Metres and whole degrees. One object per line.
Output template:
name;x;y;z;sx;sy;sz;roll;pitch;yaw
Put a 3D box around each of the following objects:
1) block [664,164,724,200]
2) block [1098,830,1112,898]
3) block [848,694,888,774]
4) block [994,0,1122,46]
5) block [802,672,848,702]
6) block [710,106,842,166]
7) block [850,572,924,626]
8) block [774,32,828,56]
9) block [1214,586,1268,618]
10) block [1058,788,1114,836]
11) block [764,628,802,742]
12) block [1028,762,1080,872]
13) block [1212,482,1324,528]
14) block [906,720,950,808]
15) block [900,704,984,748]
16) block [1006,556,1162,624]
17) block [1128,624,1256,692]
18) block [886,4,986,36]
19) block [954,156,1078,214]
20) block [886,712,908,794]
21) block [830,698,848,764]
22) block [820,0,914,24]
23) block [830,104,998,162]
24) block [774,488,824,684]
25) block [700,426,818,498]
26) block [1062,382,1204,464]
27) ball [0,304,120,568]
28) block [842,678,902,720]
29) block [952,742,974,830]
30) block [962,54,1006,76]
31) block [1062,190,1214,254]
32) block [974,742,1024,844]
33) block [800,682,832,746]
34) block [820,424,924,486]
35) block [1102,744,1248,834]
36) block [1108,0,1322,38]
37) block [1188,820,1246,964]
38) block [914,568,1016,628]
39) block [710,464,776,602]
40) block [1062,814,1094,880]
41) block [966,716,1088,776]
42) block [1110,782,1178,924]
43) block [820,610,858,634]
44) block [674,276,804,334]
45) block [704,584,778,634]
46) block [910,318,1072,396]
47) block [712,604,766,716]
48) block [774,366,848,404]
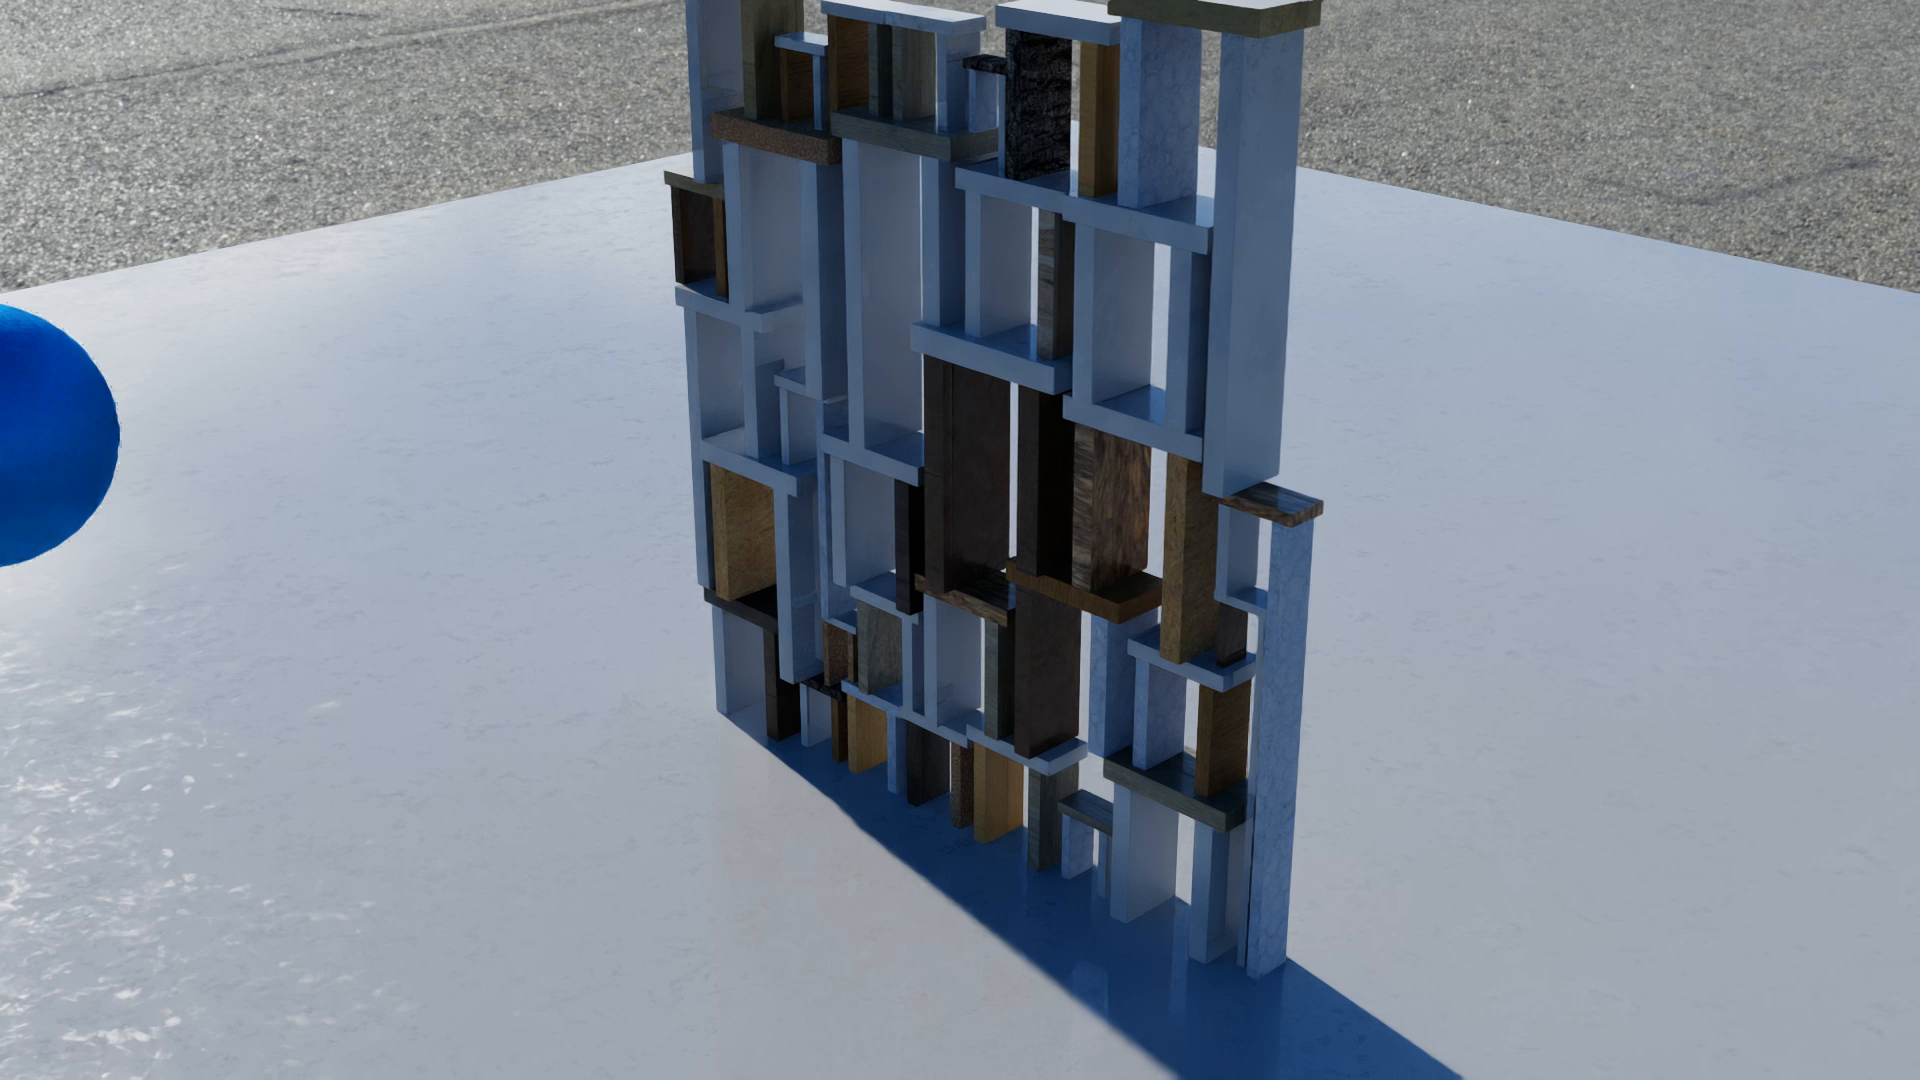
block;-0.497;-0.728;4.462;0.203;0.029;0.102;21;31;40
block;0.292;0.602;4.164;0.020;0.140;0.070;21;31;41
block;-0.193;0.392;4.607;0.025;0.180;0.090;21;31;41
block;0.193;-0.862;3.644;0.253;0.036;0.126;21;31;40
block;-0.272;0.299;4.650;0.148;0.021;0.074;21;31;41
block;-0.305;-0.784;4.223;0.338;0.048;0.169;21;31;41
block;-0.116;0.114;4.397;0.197;0.028;0.099;21;31;41
block;-0.275;-0.931;4.124;0.140;0.020;0.070;21;31;41
block;0.497;0.101;3.728;0.061;0.017;0.121;-21;31;-40
block;0.259;0.516;4.163;0.140;0.020;0.070;21;31;41
block;-0.359;0.293;4.741;0.037;0.258;0.129;21;31;41
block;0.180;0.522;4.250;0.109;0.219;0.031;-21;31;-40
block;0.508;-0.065;3.640;0.084;0.024;0.167;-21;31;-40
block;-0.064;0.440;4.481;0.027;0.190;0.095;21;31;41
block;-0.019;0.358;4.397;0.095;0.027;0.190;-21;31;-41
block;0.231;0.074;3.999;0.139;0.039;0.277;-21;31;-40
block;0.411;0.203;3.862;0.216;0.031;0.108;21;31;41
block;-0.043;-0.916;3.875;0.168;0.024;0.084;21;31;40
block;0.131;-0.618;3.815;0.264;0.037;0.132;21;31;40
block;-0.108;0.425;4.529;0.025;0.180;0.090;21;31;41
block;-0.237;0.390;4.651;0.021;0.149;0.074;21;31;41
block;-0.166;-0.962;3.987;0.084;0.024;0.167;-21;31;-40
block;-0.073;-0.744;3.988;0.309;0.044;0.154;21;31;40
block;-0.310;0.078;4.591;0.153;0.431;0.043;-21;31;-41
block;-0.382;-0.169;4.565;0.153;0.043;0.306;-21;31;-41
block;0.343;-0.211;3.768;0.155;0.044;0.310;-21;31;-40
ball;-0.752;-0.080;1.683;0.205;0.205;0.205;0;23;0
block;-0.151;0.314;4.528;0.180;0.025;0.090;21;31;41
block;0.025;0.475;4.399;0.027;0.190;0.095;21;31;41
block;0.065;-0.822;3.807;0.112;0.016;0.056;21;31;40
block;0.336;-0.536;3.626;0.310;0.044;0.155;21;31;41
block;0.077;0.482;4.345;0.031;0.219;0.109;21;31;41
block;-0.307;0.363;4.715;0.021;0.148;0.074;21;31;41
block;-0.128;-0.175;4.284;0.138;0.039;0.276;-21;31;-40
block;0.411;0.434;3.961;0.283;0.040;0.142;21;31;41
block;0.396;-0.836;3.443;0.152;0.043;0.304;-22;31;-40
block;0.478;0.609;3.962;0.040;0.284;0.142;21;31;41
block;0.044;0.097;4.215;0.247;0.035;0.124;21;31;41
block;-0.454;-0.036;4.700;0.043;0.306;0.153;21;31;41
block;0.226;0.576;4.224;0.020;0.140;0.070;21;31;41
block;0.128;0.387;4.249;0.219;0.031;0.109;21;31;41
block;0.344;0.557;4.085;0.040;0.283;0.142;21;31;41
block;-0.232;0.163;4.539;0.057;0.016;0.113;-21;31;-41
block;-0.442;-0.486;4.500;0.276;0.039;0.138;21;31;41
block;-0.420;0.133;4.739;0.258;0.037;0.129;21;31;41
block;0.099;-0.347;3.963;0.356;0.050;0.178;21;31;41
block;-0.481;0.245;4.853;0.037;0.258;0.129;21;31;41
block;-0.287;-0.311;4.398;0.081;0.023;0.163;-21;31;-41
